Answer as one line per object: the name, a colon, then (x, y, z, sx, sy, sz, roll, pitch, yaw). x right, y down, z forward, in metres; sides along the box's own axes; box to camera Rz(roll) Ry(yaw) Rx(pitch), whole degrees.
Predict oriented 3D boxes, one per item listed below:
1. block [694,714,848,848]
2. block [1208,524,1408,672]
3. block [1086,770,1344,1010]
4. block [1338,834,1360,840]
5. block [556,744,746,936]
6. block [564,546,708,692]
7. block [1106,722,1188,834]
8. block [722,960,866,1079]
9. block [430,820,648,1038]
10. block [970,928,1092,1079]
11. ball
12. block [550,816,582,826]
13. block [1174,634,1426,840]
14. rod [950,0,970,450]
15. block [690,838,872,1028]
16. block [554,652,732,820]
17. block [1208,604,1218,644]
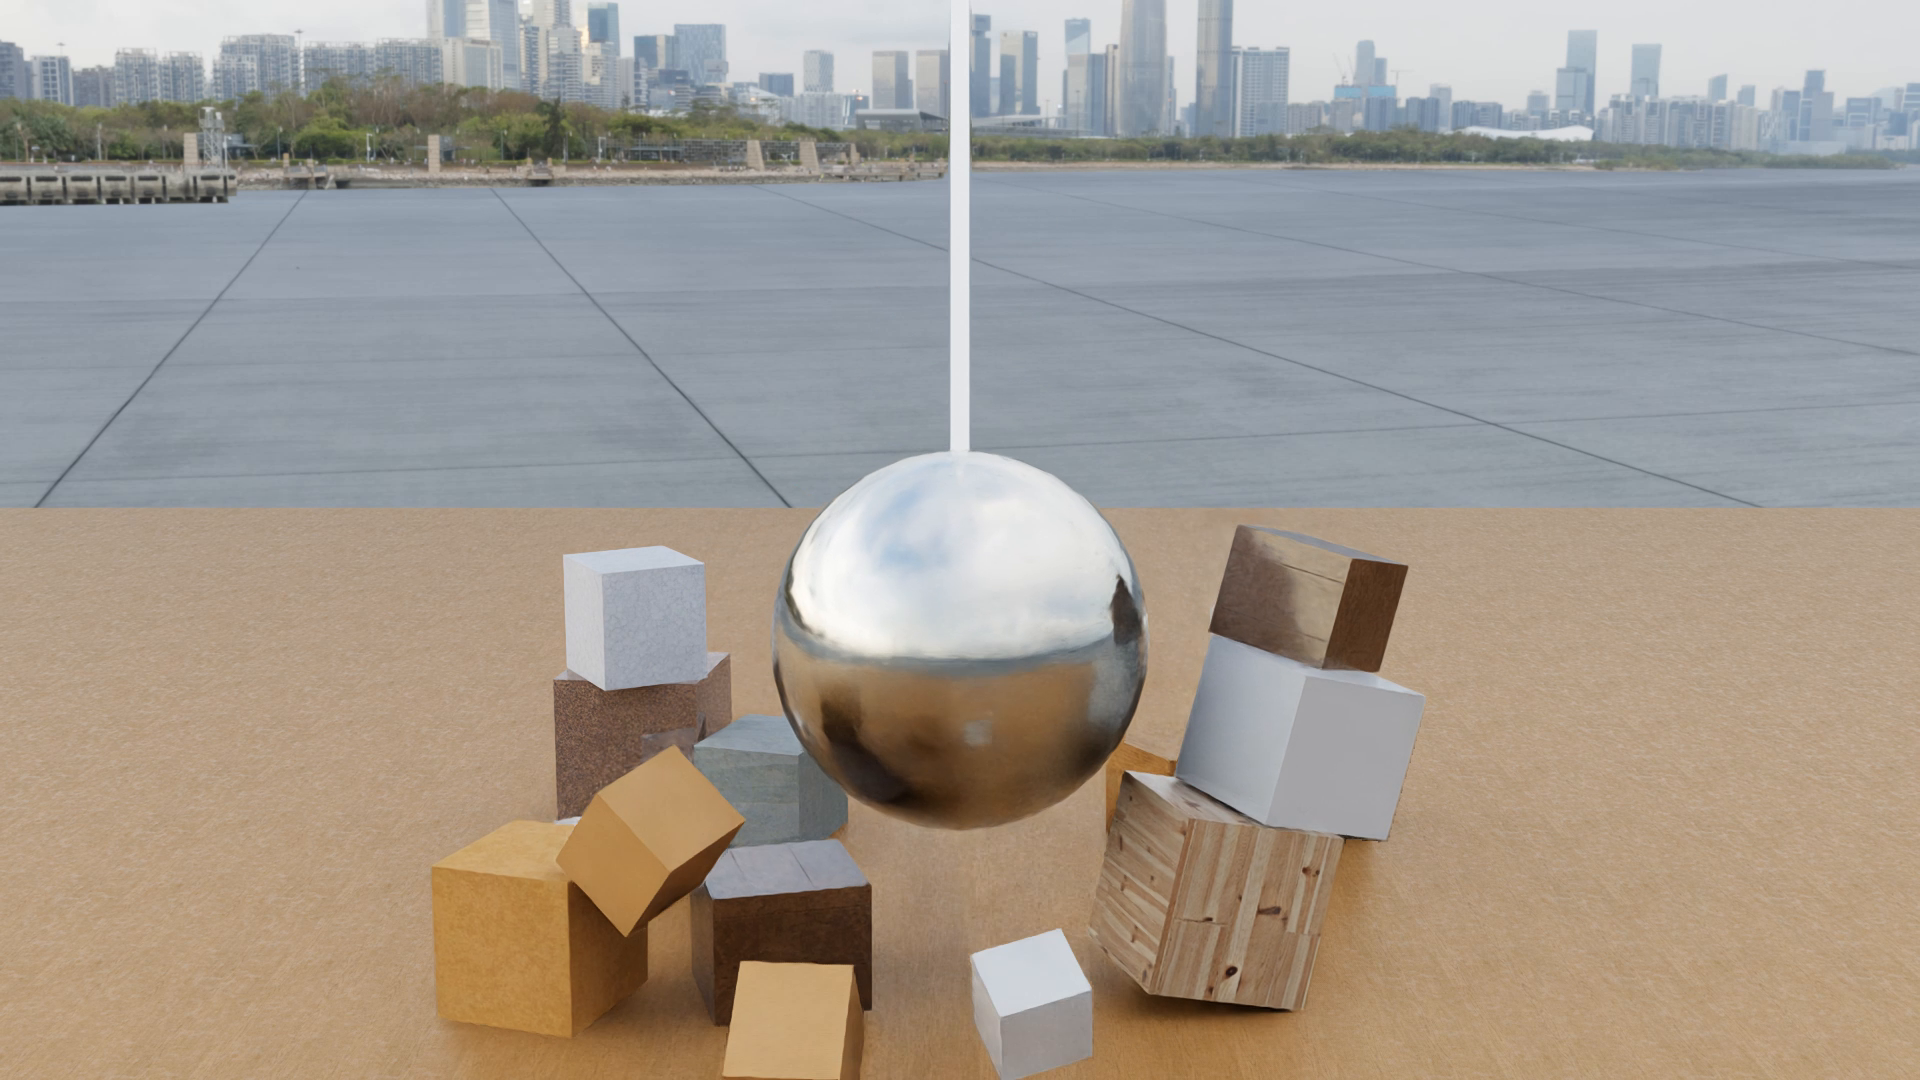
block: (-0.956, 1.247, 11.220, 0.561, 0.532, 0.656, 3, 11, 18)
block: (1.491, 0.250, 9.396, 0.552, 0.477, 0.556, 19, 7, 35)
block: (1.048, 1.450, 9.155, 0.701, 0.733, 0.697, 10, 7, -19)
block: (1.730, 1.124, 11.403, 0.633, 0.709, 0.641, -2, 10, -11)
block: (-1.217, 1.179, 8.640, 0.421, 0.463, 0.452, 45, 39, 12)
block: (-1.647, 0.386, 11.136, 0.541, 0.588, 0.570, -6, 12, -29)
block: (1.112, 1.268, 11.162, 0.522, 0.512, 0.547, -6, 12, -30)
block: (-0.581, 1.815, 7.812, 0.404, 0.456, 0.445, 1, 49, 5)
block: (-1.717, 1.584, 9.056, 0.615, 0.644, 0.657, 4, 11, 19)
block: (0.257, 1.673, 7.906, 0.345, 0.359, 0.309, -14, 39, -14)
ball: (0.000, 0.421, 9.268, 1.600, 1.600, 1.600, 0, 10, 0)
block: (-1.723, 1.502, 10.363, 0.320, 0.338, 0.309, -8, 13, -39)
block: (1.414, 0.822, 9.196, 0.650, 0.623, 0.655, 11, 7, -31)
rod: (0.000, -2.940, 9.784, 0.080, 5.200, 0.080, 0, -9, 0)
block: (-0.753, 1.621, 9.149, 0.645, 0.537, 0.624, -3, 11, -15)
block: (-1.630, 1.058, 11.416, 0.739, 0.834, 0.702, 1, 10, 8)
block: (1.616, 0.552, 11.256, 0.510, 0.468, 0.533, 6, 12, 30)
